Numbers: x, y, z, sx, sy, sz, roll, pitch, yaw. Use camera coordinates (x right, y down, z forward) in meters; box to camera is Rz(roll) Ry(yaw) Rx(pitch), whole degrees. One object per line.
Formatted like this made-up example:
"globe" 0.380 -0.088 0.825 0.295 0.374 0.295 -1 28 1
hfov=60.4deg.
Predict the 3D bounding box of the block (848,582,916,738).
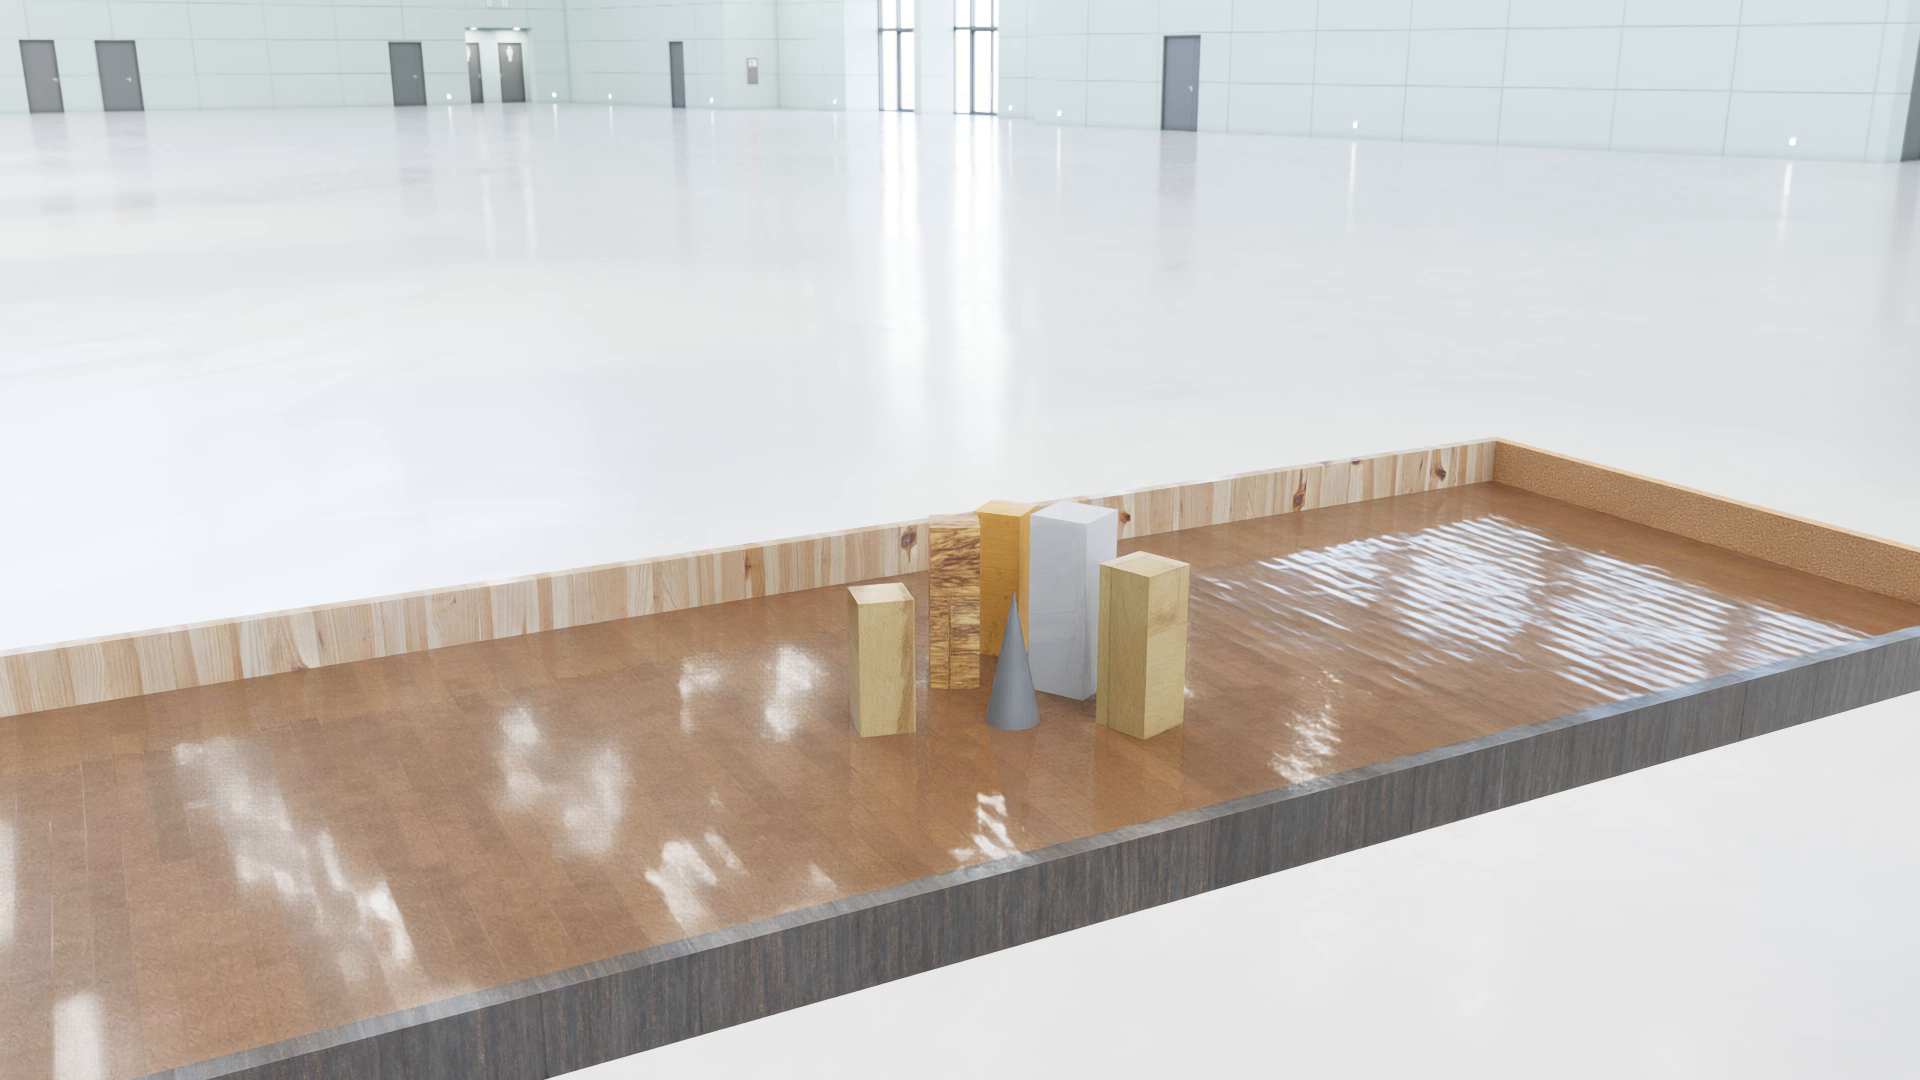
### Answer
"block" -0.182 0.278 3.835 0.130 0.324 0.130 -4 17 -14

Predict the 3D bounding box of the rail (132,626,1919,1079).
"rail" -2.336 1.006 1.665 12.000 0.150 0.050 -9 18 -27

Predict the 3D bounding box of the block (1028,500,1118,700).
"block" 0.277 0.147 4.062 0.156 0.447 0.156 10 19 31

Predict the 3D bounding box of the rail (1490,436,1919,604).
"rail" 2.466 -0.048 5.253 0.050 0.150 2.100 -9 18 -27

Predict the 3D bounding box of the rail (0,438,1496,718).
"rail" -3.305 0.497 3.399 12.000 0.150 0.050 -9 18 -27

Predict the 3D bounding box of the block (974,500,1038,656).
"block" 0.120 0.102 4.324 0.130 0.386 0.130 7 18 23

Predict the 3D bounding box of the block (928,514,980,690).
"block" -0.015 0.153 4.096 0.121 0.417 0.121 -1 16 -3

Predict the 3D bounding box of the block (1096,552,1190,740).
"block" 0.423 0.243 3.834 0.145 0.392 0.145 -16 22 -42

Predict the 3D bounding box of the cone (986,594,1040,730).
"cone" 0.125 0.270 3.863 0.130 0.323 0.130 0 16 0
